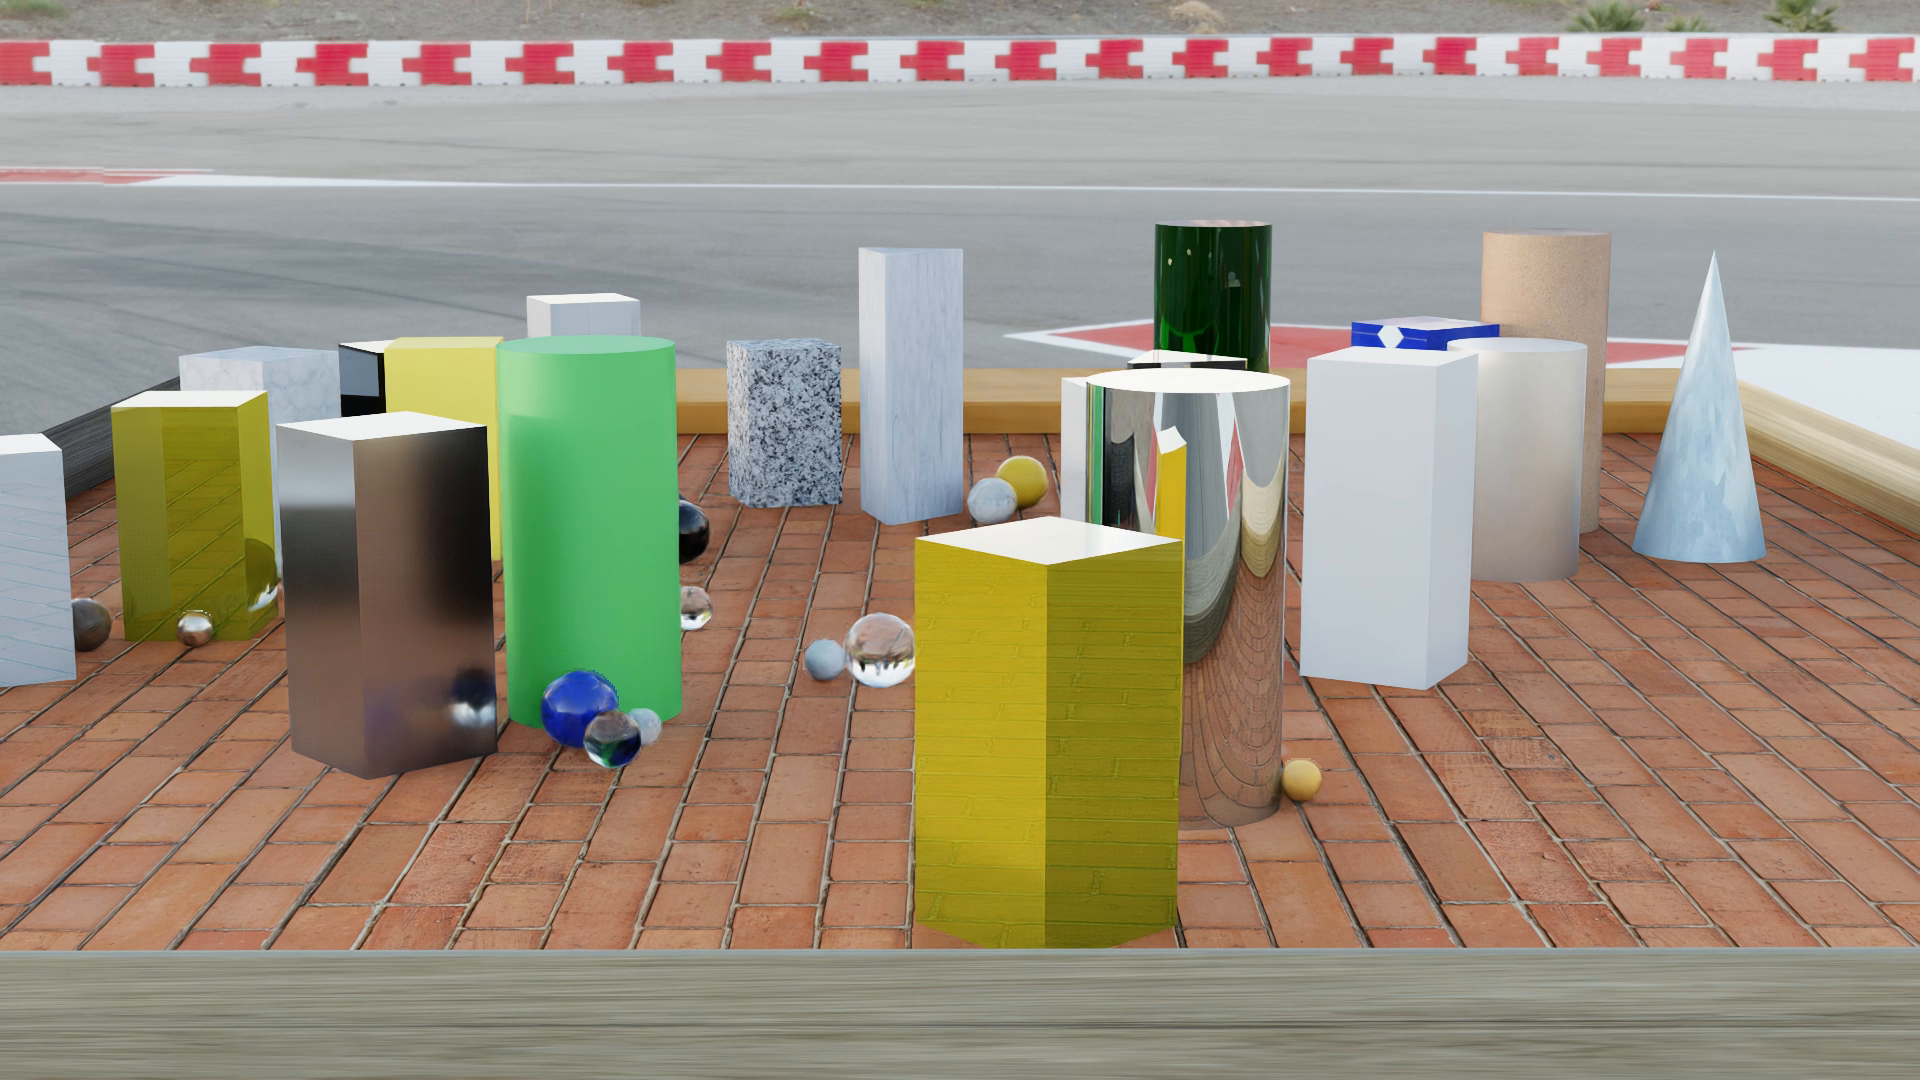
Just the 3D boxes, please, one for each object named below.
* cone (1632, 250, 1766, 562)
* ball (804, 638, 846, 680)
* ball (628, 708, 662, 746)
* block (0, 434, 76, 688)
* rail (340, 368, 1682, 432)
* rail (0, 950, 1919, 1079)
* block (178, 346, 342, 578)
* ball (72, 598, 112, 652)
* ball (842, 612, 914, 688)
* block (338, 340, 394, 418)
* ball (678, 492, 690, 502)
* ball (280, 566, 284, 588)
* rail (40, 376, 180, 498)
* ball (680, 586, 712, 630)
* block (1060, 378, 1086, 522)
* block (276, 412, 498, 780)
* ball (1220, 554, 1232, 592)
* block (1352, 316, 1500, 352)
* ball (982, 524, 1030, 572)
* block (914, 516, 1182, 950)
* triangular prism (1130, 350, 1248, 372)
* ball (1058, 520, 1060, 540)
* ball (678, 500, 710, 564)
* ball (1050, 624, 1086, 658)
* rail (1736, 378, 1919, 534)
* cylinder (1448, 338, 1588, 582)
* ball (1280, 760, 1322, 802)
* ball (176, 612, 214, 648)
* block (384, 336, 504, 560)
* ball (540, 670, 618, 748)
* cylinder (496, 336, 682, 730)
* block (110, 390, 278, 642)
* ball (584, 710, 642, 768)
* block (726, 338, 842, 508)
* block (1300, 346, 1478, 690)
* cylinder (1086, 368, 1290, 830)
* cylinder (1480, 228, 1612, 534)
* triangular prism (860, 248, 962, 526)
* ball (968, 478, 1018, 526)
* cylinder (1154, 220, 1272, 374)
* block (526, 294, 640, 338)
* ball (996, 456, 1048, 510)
[{"bbox_3d":[1.123,-0.209,3.859,0.198,0.457,0.198,0,10,0],"label":"cone"},{"bbox_3d":[-0.162,0.144,3.074,0.050,0.050,0.050,0,10,0],"label":"ball"},{"bbox_3d":[-0.345,0.202,2.780,0.042,0.042,0.042,0,10,0],"label":"ball"},{"bbox_3d":[-1.168,0.025,3.090,0.158,0.278,0.158,-5,12,-27],"label":"block"},{"bbox_3d":[-0.010,-0.274,5.108,3.027,0.129,0.045,0,10,0],"label":"rail"},{"bbox_3d":[0.010,0.340,1.789,3.027,0.129,0.045,0,10,0],"label":"rail"},{"bbox_3d":[-1.018,-0.117,3.757,0.158,0.313,0.158,6,12,27],"label":"block"},{"bbox_3d":[-1.102,0.107,3.224,0.068,0.068,0.068,0,10,0],"label":"ball"},{"bbox_3d":[-0.094,0.131,3.034,0.090,0.090,0.090,0,10,0],"label":"ball"},{"bbox_3d":[-0.879,-0.166,4.087,0.158,0.290,0.158,-7,13,-34],"label":"block"},{"bbox_3d":[-0.450,-0.031,3.884,0.098,0.098,0.098,0,10,0],"label":"ball"},{"bbox_3d":[-0.868,0.046,3.467,0.099,0.099,0.099,0,10,0],"label":"ball"},{"bbox_3d":[-1.490,0.035,3.440,0.045,0.129,3.423,0,10,0],"label":"rail"},{"bbox_3d":[-0.352,0.088,3.351,0.058,0.058,0.058,0,10,0],"label":"ball"},{"bbox_3d":[0.225,-0.028,3.214,0.158,0.337,0.158,-3,11,-15],"label":"block"},{"bbox_3d":[-0.607,0.054,2.724,0.158,0.354,0.158,-10,14,-42],"label":"block"},{"bbox_3d":[0.347,0.045,3.571,0.062,0.062,0.062,0,10,0],"label":"ball"},{"bbox_3d":[0.715,-0.168,3.969,0.158,0.336,0.158,-8,13,-35],"label":"block"},{"bbox_3d":[0.067,0.013,3.725,0.071,0.071,0.071,0,10,0],"label":"ball"},{"bbox_3d":[0.074,0.165,2.174,0.158,0.336,0.158,-9,14,-42],"label":"block"},{"bbox_3d":[0.299,-0.101,3.647,0.171,0.323,0.148,-3,11,-13],"label":"triangular prism"},{"bbox_3d":[0.183,-0.015,3.862,0.075,0.075,0.075,0,10,0],"label":"ball"},{"bbox_3d":[-0.416,-0.011,3.786,0.095,0.095,0.095,0,10,0],"label":"ball"},{"bbox_3d":[0.135,0.126,3.187,0.044,0.044,0.044,0,10,0],"label":"ball"},{"bbox_3d":[1.490,0.032,3.457,0.045,0.129,3.423,0,10,0],"label":"rail"},{"bbox_3d":[0.803,-0.120,3.726,0.198,0.330,0.198,0,10,0],"label":"cylinder"},{"bbox_3d":[0.342,0.241,2.571,0.042,0.042,0.042,0,10,0],"label":"ball"},{"bbox_3d":[-0.968,0.114,3.248,0.045,0.045,0.045,0,10,0],"label":"ball"},{"bbox_3d":[-0.770,-0.139,3.865,0.158,0.318,0.158,-1,11,-4],"label":"block"},{"bbox_3d":[-0.411,0.183,2.768,0.084,0.084,0.084,0,10,0],"label":"ball"},{"bbox_3d":[-0.417,-0.012,2.898,0.198,0.420,0.198,0,10,0],"label":"cylinder"},{"bbox_3d":[-0.992,-0.034,3.338,0.158,0.302,0.158,0,10,-1],"label":"block"},{"bbox_3d":[-0.364,0.209,2.692,0.061,0.061,0.061,0,10,0],"label":"ball"},{"bbox_3d":[-0.298,-0.200,4.343,0.158,0.264,0.158,-3,11,-18],"label":"block"},{"bbox_3d":[0.518,-0.031,3.099,0.158,0.384,0.158,6,12,28],"label":"block"},{"bbox_3d":[0.221,0.053,2.532,0.198,0.424,0.198,0,10,0],"label":"cylinder"},{"bbox_3d":[0.924,-0.255,4.080,0.198,0.468,0.198,0,10,0],"label":"cylinder"},{"bbox_3d":[-0.109,-0.257,4.185,0.148,0.433,0.171,10,14,43],"label":"triangular prism"},{"bbox_3d":[0.052,-0.061,4.099,0.079,0.079,0.079,0,10,0],"label":"ball"},{"bbox_3d":[0.428,-0.306,4.367,0.198,0.463,0.198,0,10,0],"label":"cylinder"},{"bbox_3d":[-0.655,-0.259,4.485,0.158,0.327,0.158,-5,11,-23],"label":"block"},{"bbox_3d":[0.102,-0.095,4.255,0.090,0.090,0.090,0,10,0],"label":"ball"}]
